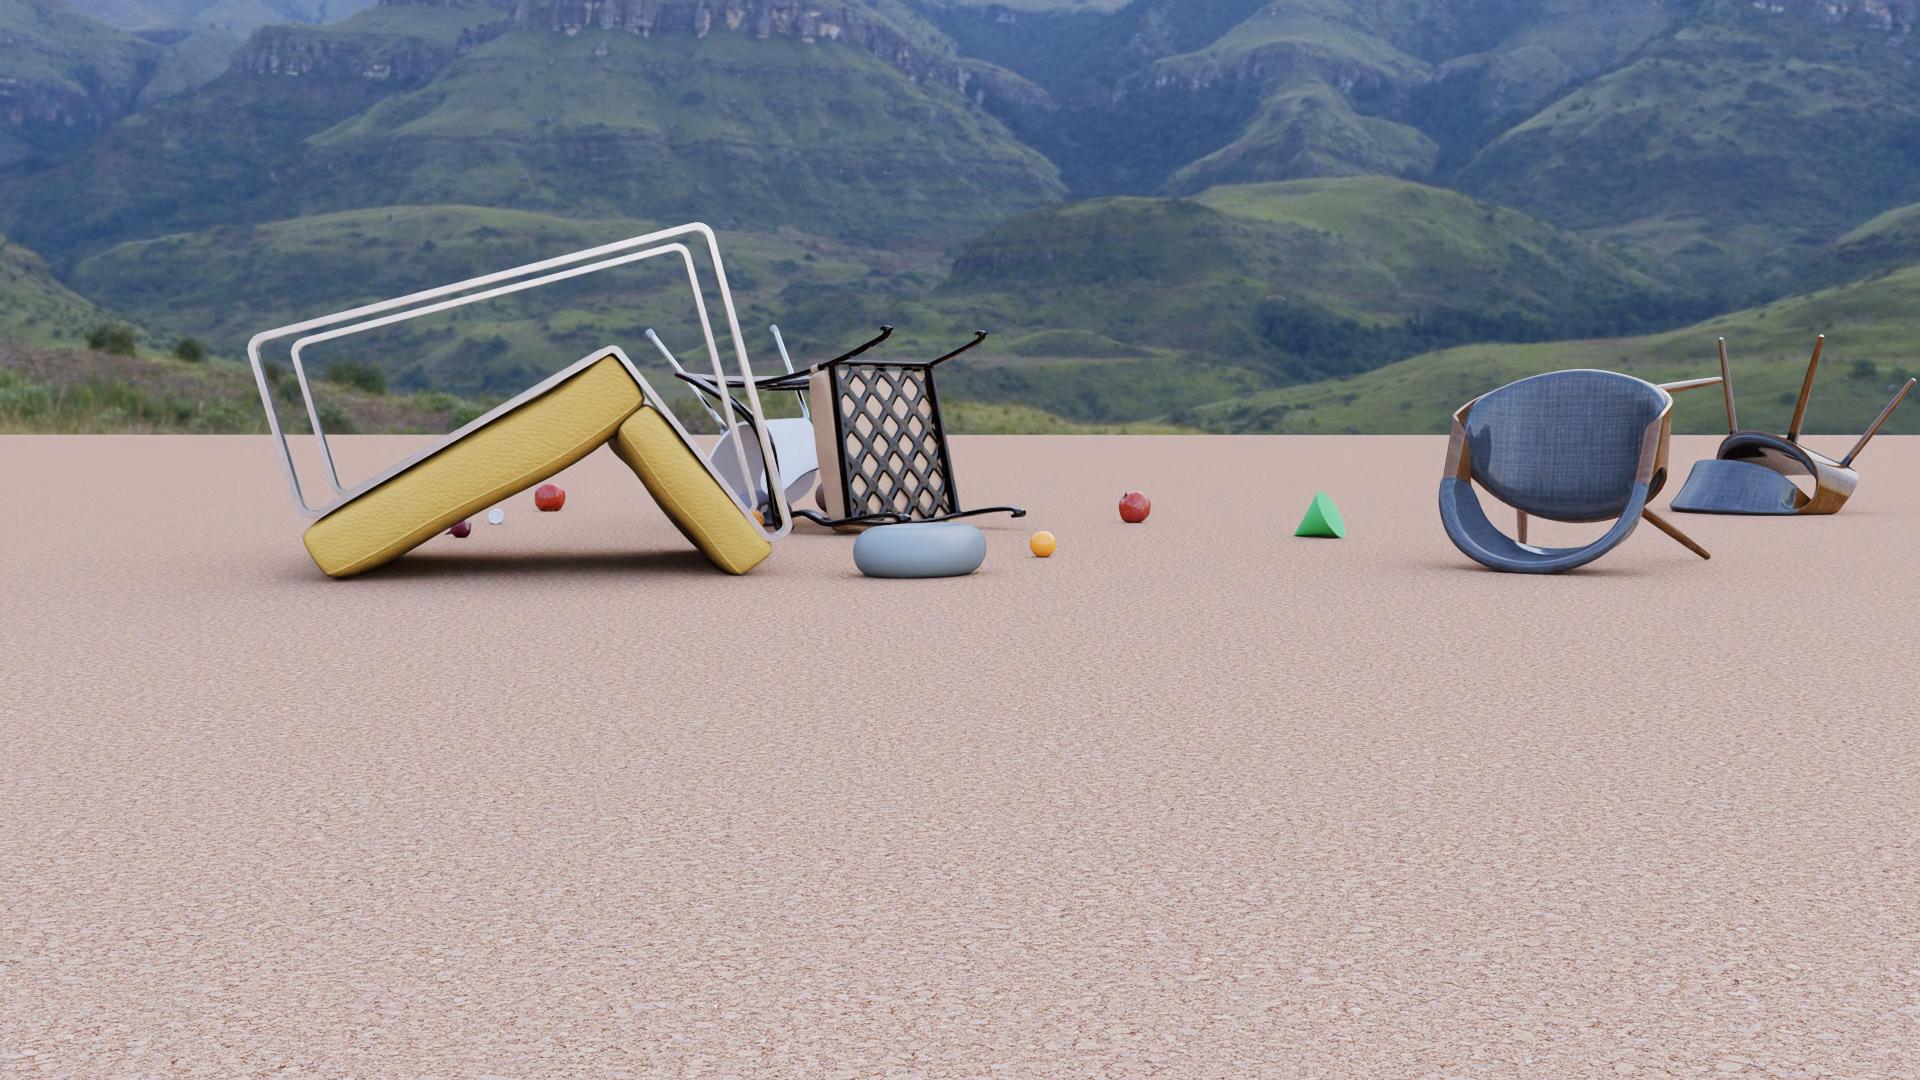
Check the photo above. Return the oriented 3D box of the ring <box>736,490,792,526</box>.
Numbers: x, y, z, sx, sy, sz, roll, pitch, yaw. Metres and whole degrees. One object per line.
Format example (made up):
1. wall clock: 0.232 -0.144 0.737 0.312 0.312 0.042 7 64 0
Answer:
1. ring: -0.643 -0.102 7.223 0.095 0.115 0.223 19 6 41

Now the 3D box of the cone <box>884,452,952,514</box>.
1. cone: -0.139 -0.158 8.063 0.256 0.234 0.263 0 28 -9

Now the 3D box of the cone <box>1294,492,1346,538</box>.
1. cone: 1.073 -0.045 6.696 0.136 0.156 0.187 -32 10 23

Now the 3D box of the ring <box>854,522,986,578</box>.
1. ring: -0.096 0.025 5.329 0.362 0.120 0.275 -5 5 -44
